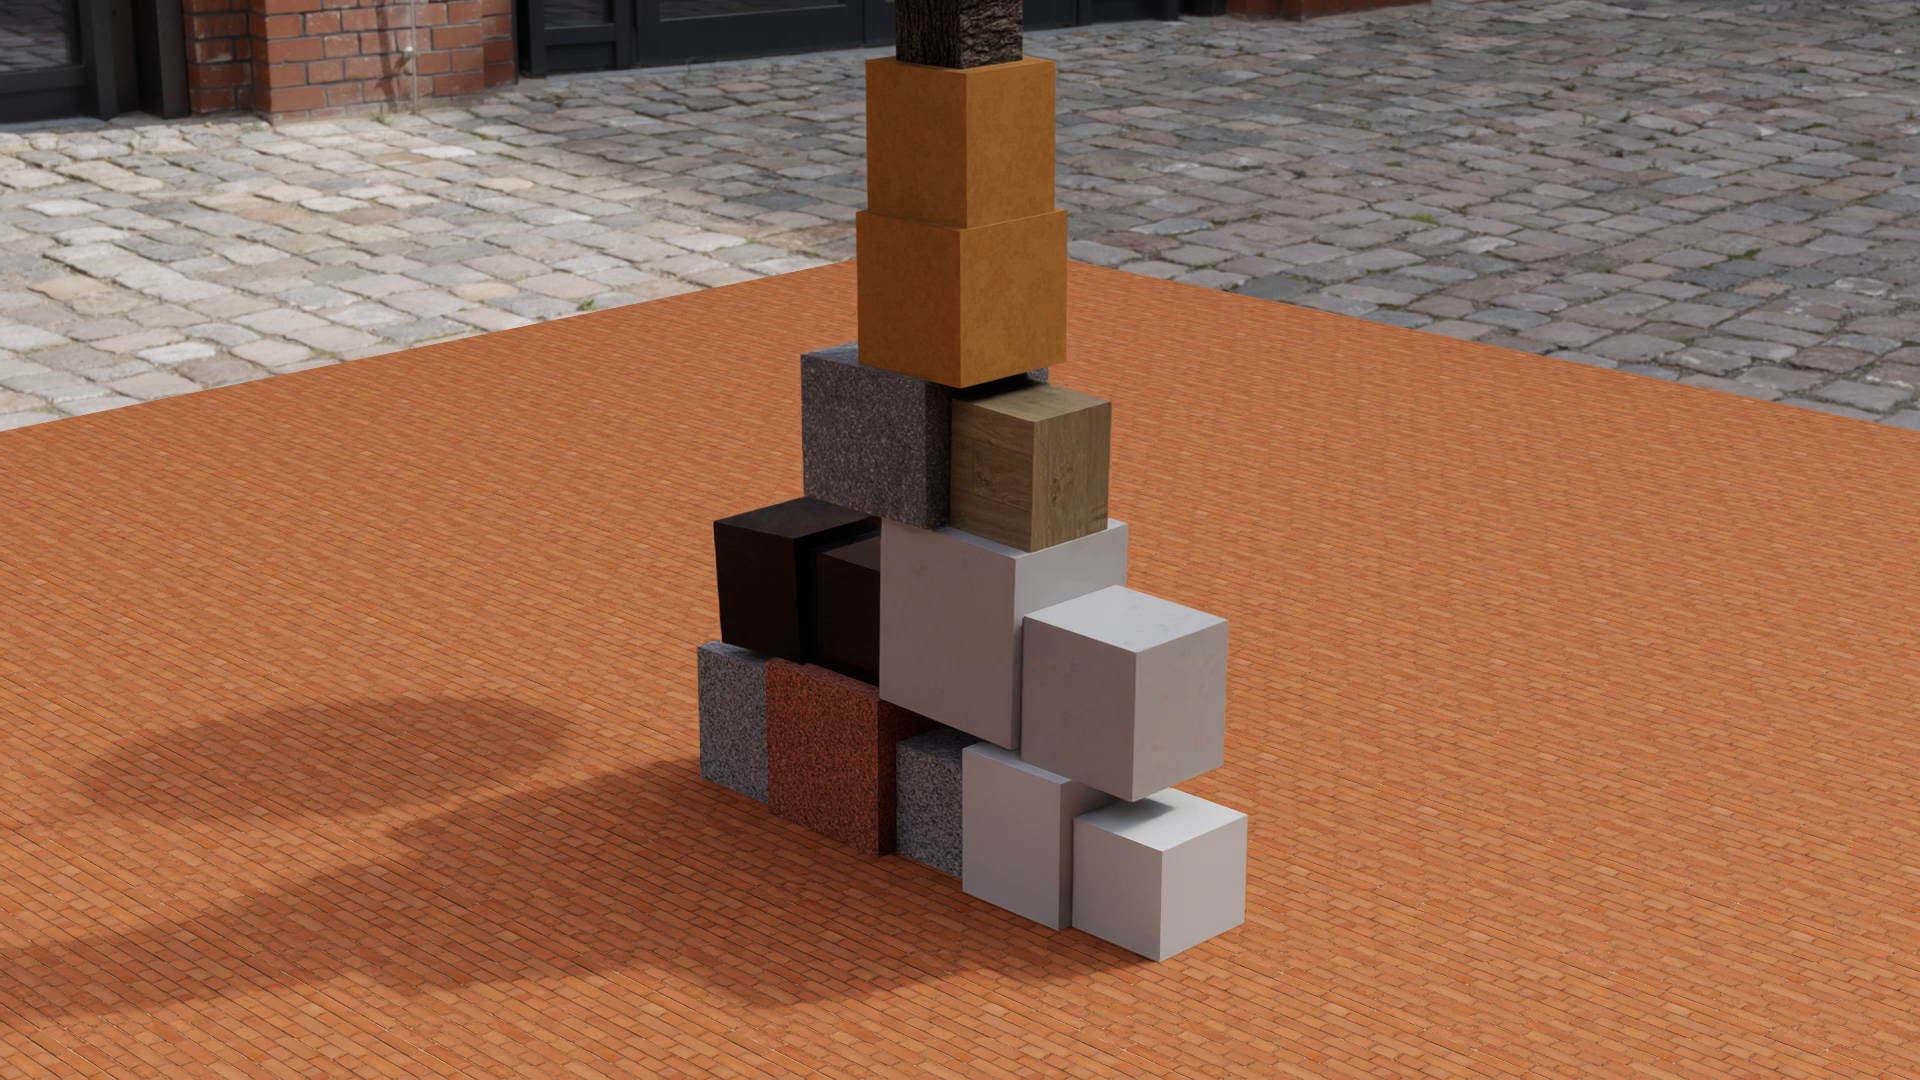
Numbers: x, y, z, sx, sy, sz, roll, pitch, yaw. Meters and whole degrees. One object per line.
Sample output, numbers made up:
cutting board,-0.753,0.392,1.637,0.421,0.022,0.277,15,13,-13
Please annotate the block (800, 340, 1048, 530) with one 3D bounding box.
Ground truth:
block,-0.159,-0.526,13.356,0.781,0.664,0.807,-17,23,-42

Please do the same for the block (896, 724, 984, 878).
block,0.070,1.198,13.619,0.517,0.548,0.518,-17,24,-42

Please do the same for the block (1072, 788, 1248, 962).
block,0.876,1.452,12.866,0.566,0.515,0.513,-17,24,-42

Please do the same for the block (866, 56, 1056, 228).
block,0.003,-1.760,12.779,0.545,0.659,0.616,-17,23,-42

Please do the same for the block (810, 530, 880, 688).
block,-0.325,0.319,13.788,0.513,0.568,0.555,-17,24,-42

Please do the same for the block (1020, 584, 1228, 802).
block,0.716,0.659,12.808,0.600,0.678,0.658,-17,25,-42

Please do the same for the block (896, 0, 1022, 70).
block,-0.004,-2.273,12.617,0.378,0.416,0.395,-17,23,-42

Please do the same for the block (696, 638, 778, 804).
block,-0.858,0.842,14.513,0.651,0.691,0.572,-17,24,-42

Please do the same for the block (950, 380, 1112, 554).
block,0.309,-0.332,12.912,0.491,0.590,0.496,-17,25,-42

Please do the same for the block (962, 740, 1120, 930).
block,0.478,1.247,13.221,0.723,0.693,0.595,-17,24,-42

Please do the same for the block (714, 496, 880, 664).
block,-0.747,0.181,14.190,0.626,0.608,0.580,-17,20,-42

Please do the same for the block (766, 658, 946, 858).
block,-0.386,0.948,14.032,0.752,0.778,0.770,-17,24,-42

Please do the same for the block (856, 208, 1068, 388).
block,0.009,-1.118,12.979,0.668,0.687,0.645,-17,23,-42

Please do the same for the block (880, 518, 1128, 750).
block,0.191,0.326,13.266,0.727,0.887,0.839,-17,25,-42
